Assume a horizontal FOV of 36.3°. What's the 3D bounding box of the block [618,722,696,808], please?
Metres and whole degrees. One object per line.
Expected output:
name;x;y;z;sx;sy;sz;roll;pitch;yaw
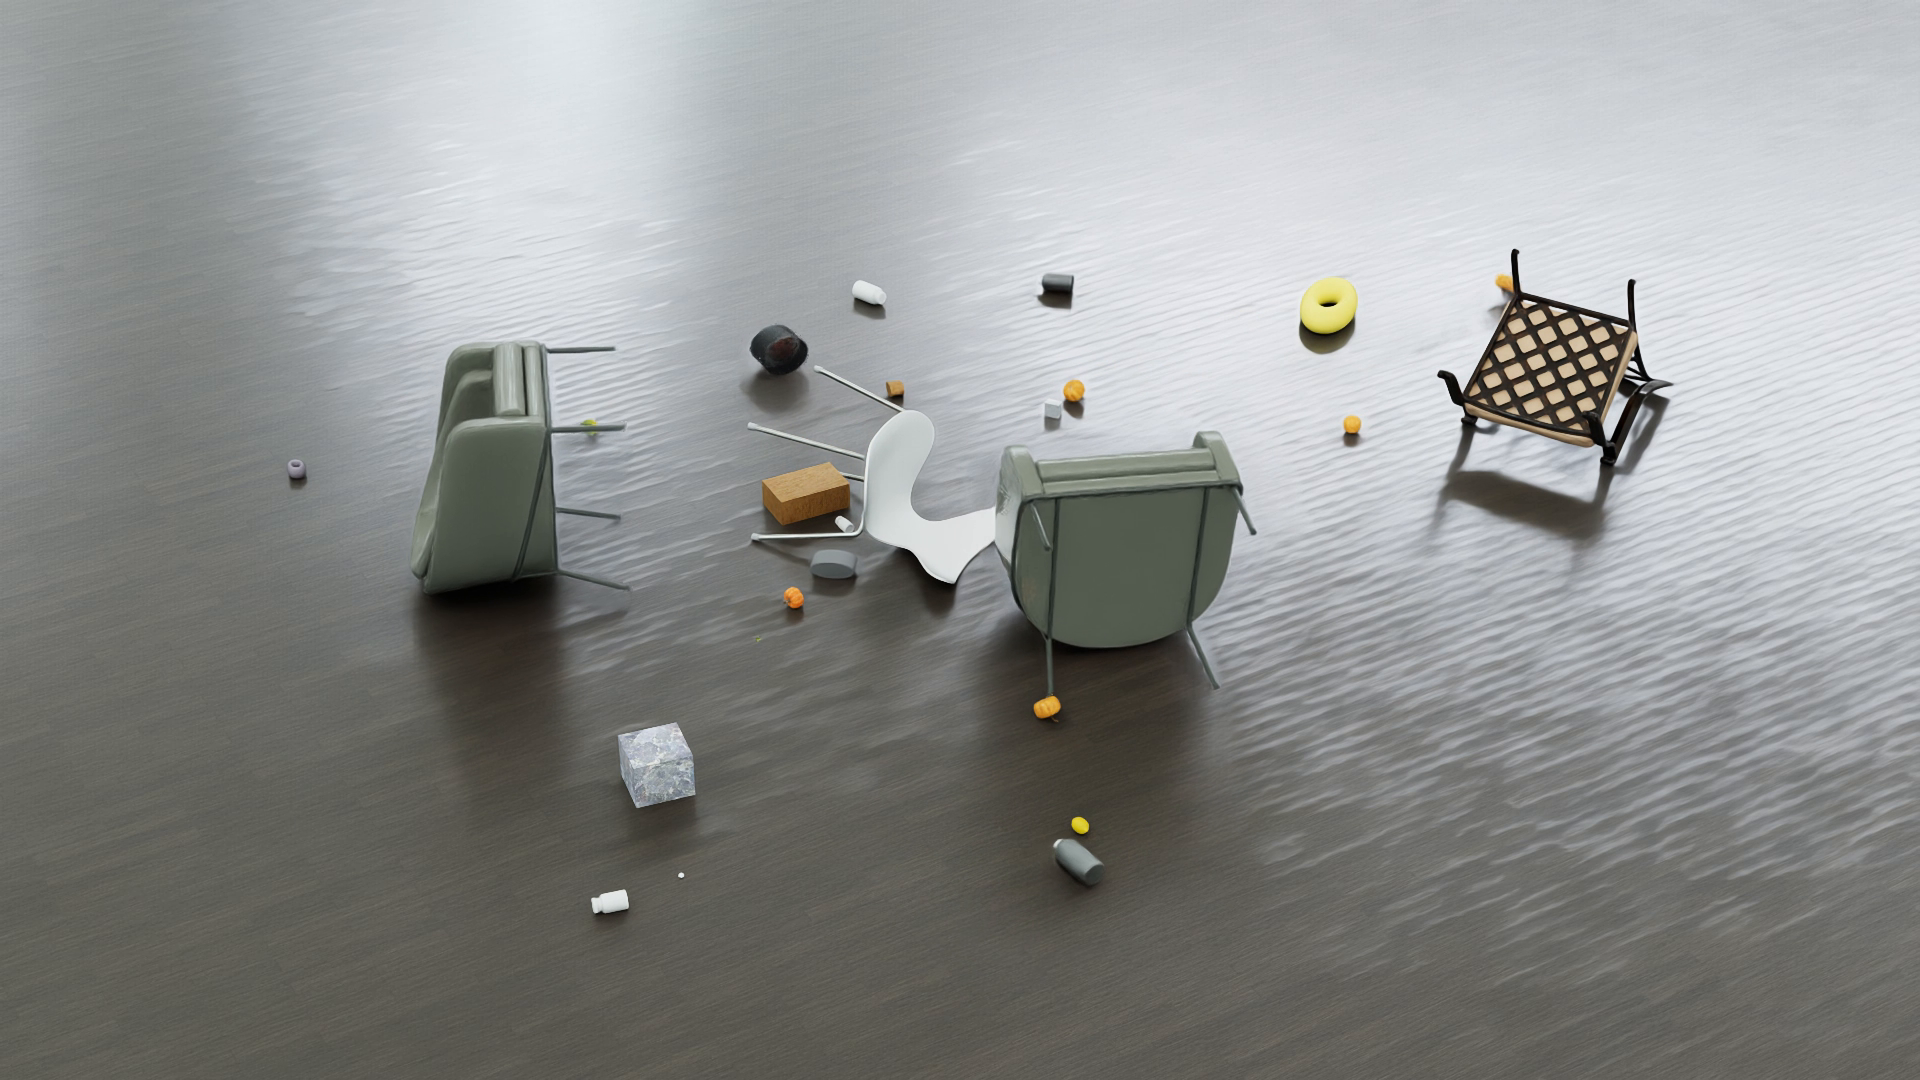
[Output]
block;-1.001;0.742;9.671;0.200;0.162;0.193;-12;35;-17

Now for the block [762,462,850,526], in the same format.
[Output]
block;-0.583;-0.176;11.117;0.284;0.104;0.175;-16;37;-23

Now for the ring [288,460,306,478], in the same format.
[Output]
ring;-2.561;-0.273;11.315;0.069;0.050;0.088;-14;37;-24

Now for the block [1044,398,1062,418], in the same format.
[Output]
block;0.372;-0.524;11.685;0.059;0.059;0.037;14;36;20

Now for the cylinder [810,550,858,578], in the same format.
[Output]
cylinder;-0.462;0.088;10.747;0.164;0.070;0.086;4;34;6

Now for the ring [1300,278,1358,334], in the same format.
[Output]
ring;1.554;-0.989;12.353;0.235;0.105;0.405;9;35;15

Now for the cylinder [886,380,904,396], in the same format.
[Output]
cylinder;-0.262;-0.612;11.826;0.055;0.051;0.086;-9;31;-14
